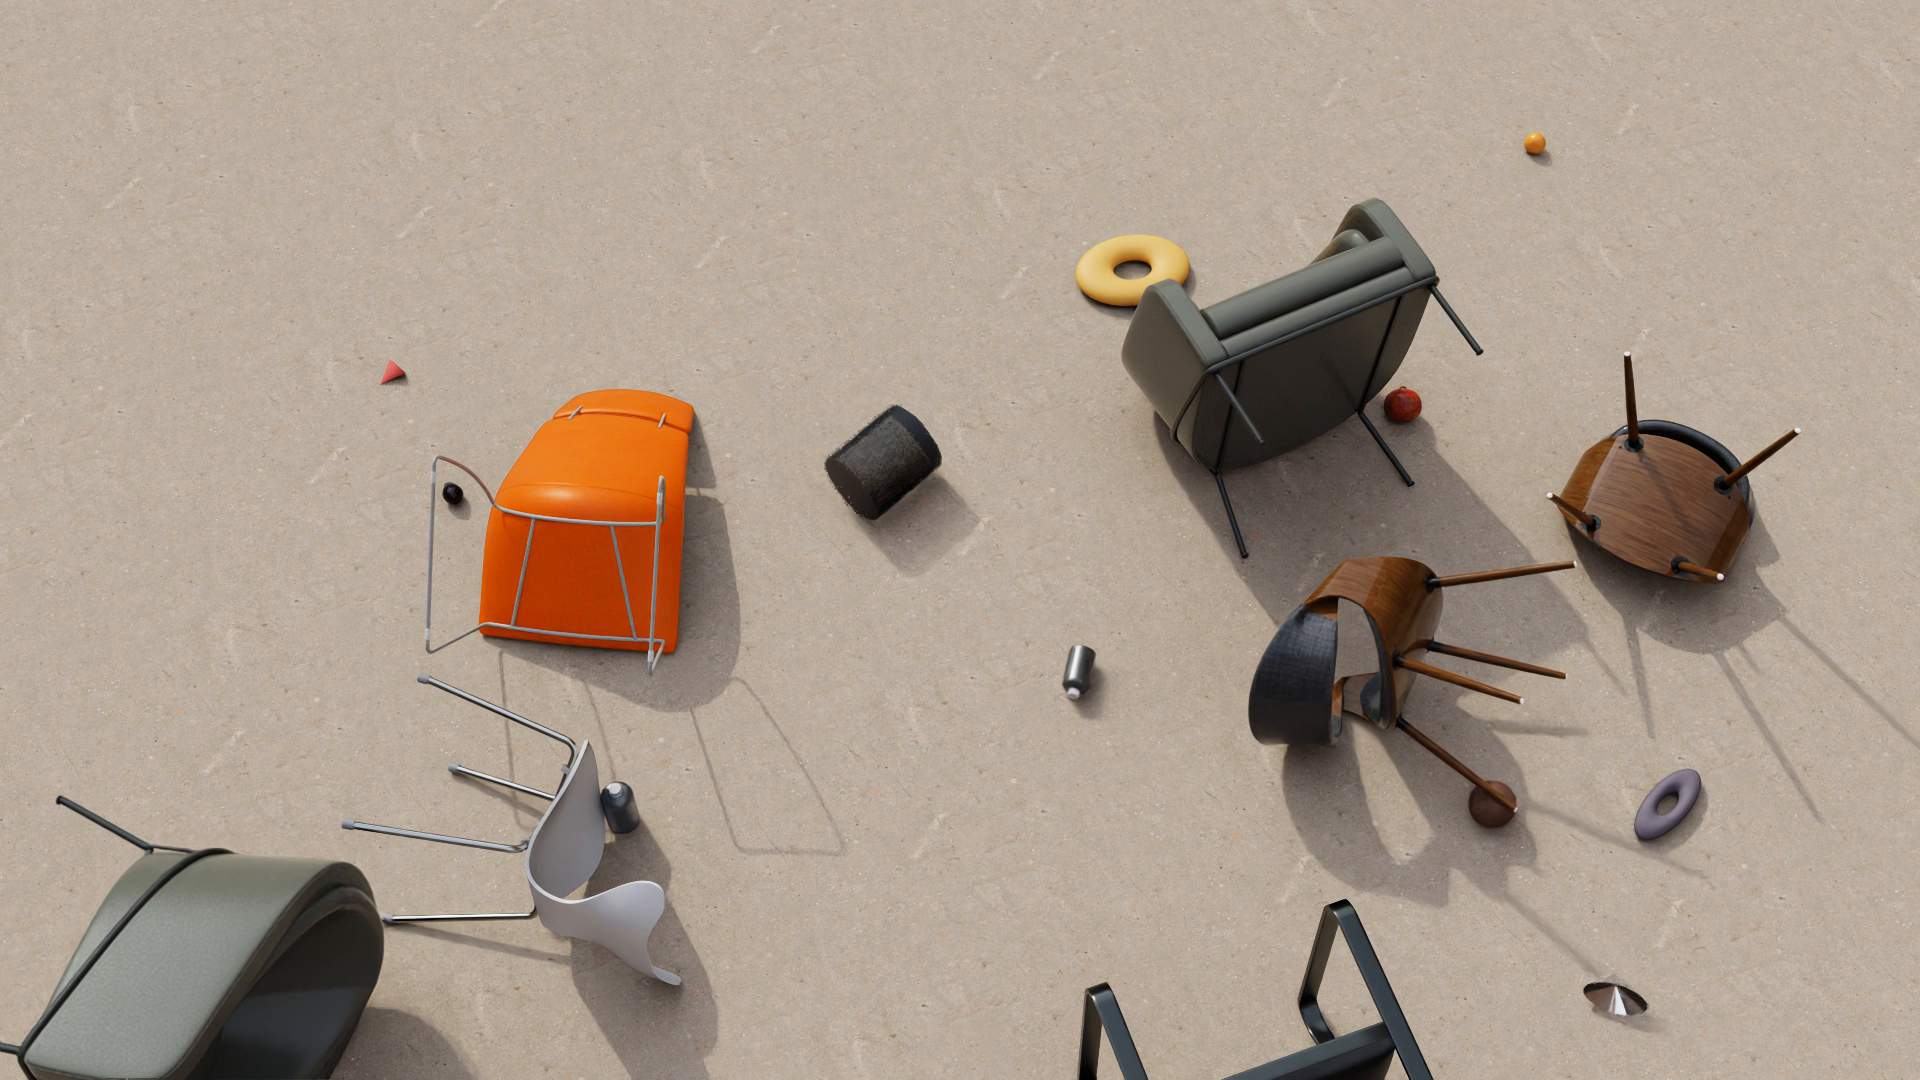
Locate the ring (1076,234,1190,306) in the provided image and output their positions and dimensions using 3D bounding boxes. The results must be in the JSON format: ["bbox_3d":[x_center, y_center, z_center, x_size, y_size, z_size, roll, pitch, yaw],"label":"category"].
[{"bbox_3d":[0.559,-0.875,7.123,0.380,0.064,0.282,-12,58,-9],"label":"ring"}]

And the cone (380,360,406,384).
[{"bbox_3d":[-1.794,-0.516,6.907,0.075,0.047,0.081,37,80,27],"label":"cone"}]

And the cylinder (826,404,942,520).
[{"bbox_3d":[-0.229,-0.233,6.612,0.274,0.182,0.235,-41,96,-24],"label":"cylinder"}]

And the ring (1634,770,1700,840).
[{"bbox_3d":[1.950,0.727,6.057,0.114,0.050,0.280,39,64,22],"label":"ring"}]
